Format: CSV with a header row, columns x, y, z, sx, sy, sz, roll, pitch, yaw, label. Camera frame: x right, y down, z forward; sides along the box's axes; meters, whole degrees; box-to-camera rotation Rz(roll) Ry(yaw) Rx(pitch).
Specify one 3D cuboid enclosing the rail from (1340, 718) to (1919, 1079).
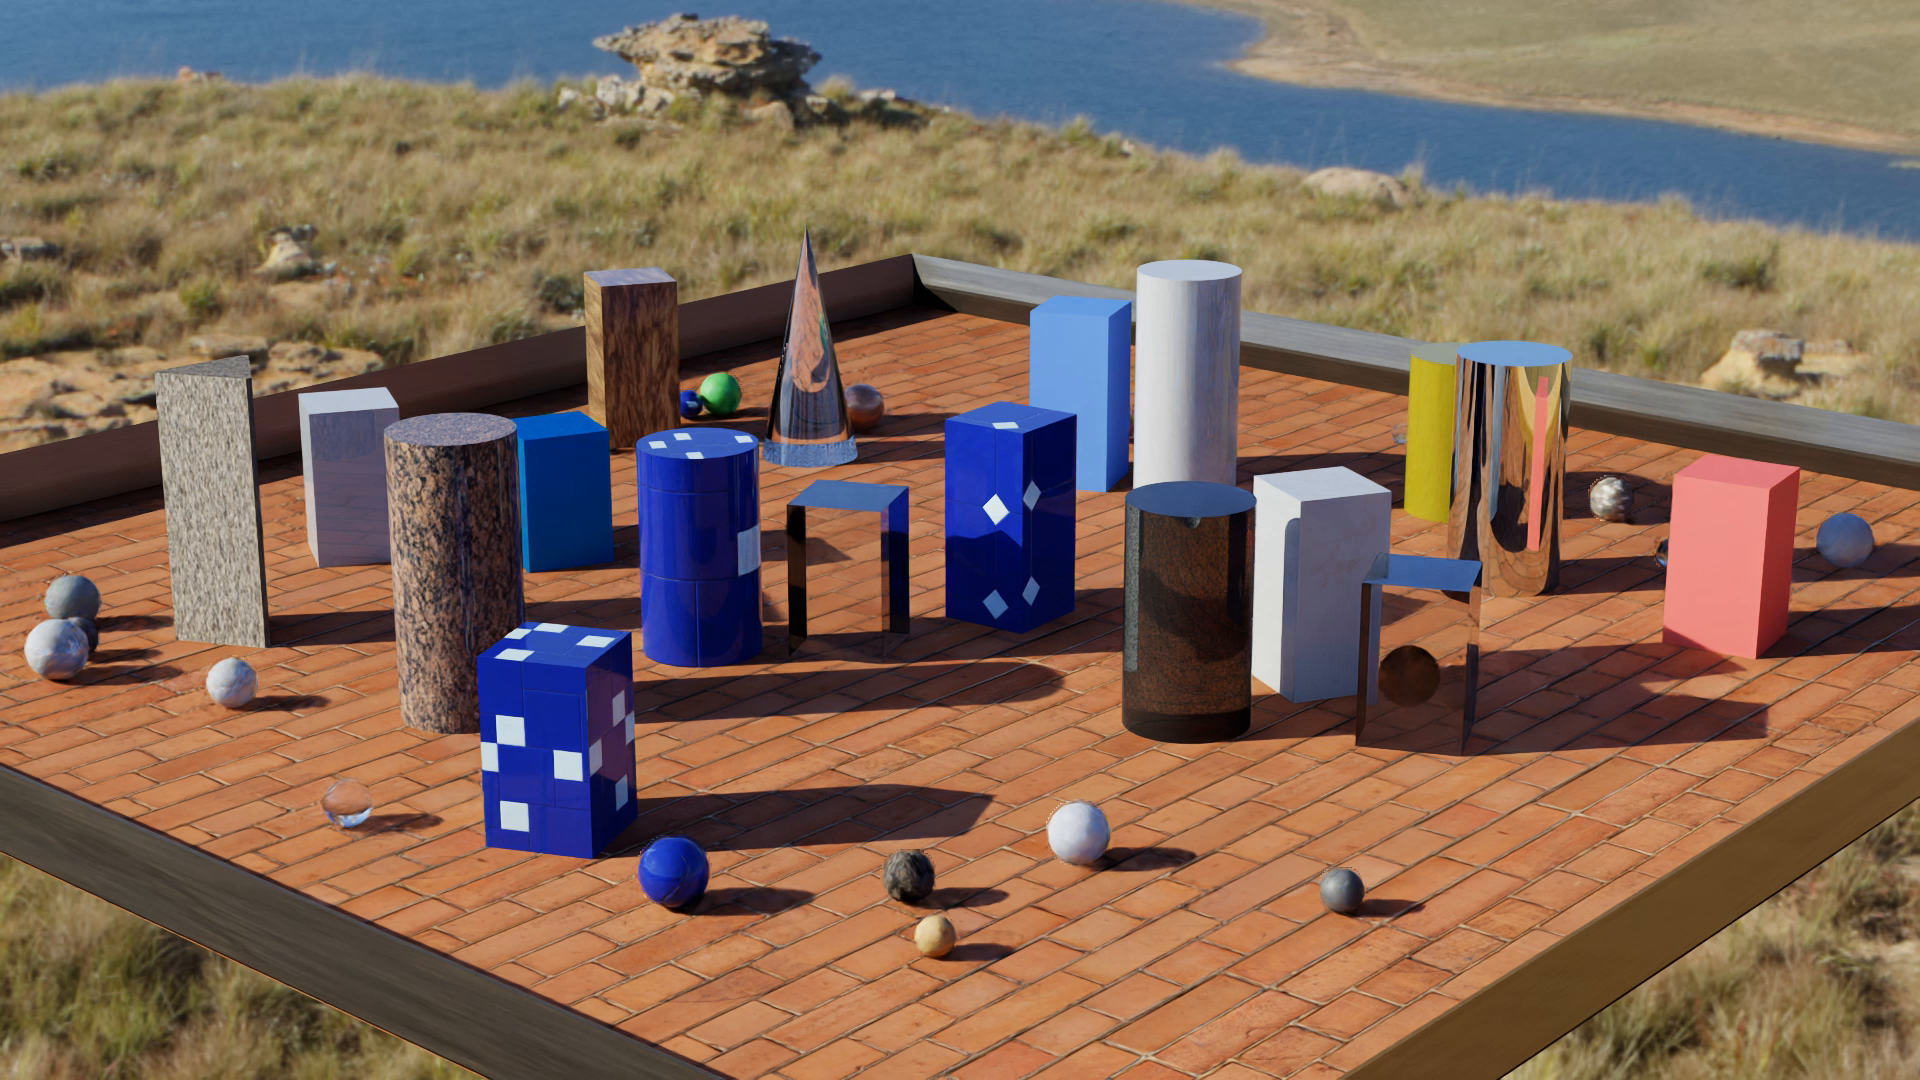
x,y,z,sx,sy,sz,roll,pitch,yaw,label
1.244,0.344,4.086,0.045,0.129,3.480,14,22,39,rail

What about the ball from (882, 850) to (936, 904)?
x,y,z,sx,sy,sz,roll,pitch,yaw,label
-0.067,0.444,3.862,0.070,0.070,0.070,0,17,0,ball

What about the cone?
x,y,z,sx,sy,sz,roll,pitch,yaw,label
-0.309,-0.407,5.967,0.199,0.483,0.199,0,17,0,cone

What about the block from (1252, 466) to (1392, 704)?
x,y,z,sx,sy,sz,roll,pitch,yaw,label
0.569,0.069,4.655,0.159,0.329,0.159,-6,18,-20,block

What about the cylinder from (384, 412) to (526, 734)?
x,y,z,sx,sy,sz,roll,pitch,yaw,label
-0.771,0.050,4.501,0.199,0.455,0.199,0,17,0,cylinder

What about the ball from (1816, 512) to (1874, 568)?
x,y,z,sx,sy,sz,roll,pitch,yaw,label
1.594,0.000,5.282,0.099,0.099,0.099,0,17,0,ball

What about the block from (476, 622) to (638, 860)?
x,y,z,sx,sy,sz,roll,pitch,yaw,label
-0.555,0.275,4.061,0.159,0.277,0.159,5,17,16,block

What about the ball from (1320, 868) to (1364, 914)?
x,y,z,sx,sy,sz,roll,pitch,yaw,label
0.499,0.458,3.832,0.058,0.058,0.058,0,17,0,ball

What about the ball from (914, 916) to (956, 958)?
x,y,z,sx,sy,sz,roll,pitch,yaw,label
-0.031,0.500,3.703,0.053,0.053,0.053,0,17,0,ball

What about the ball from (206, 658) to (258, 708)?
x,y,z,sx,sy,sz,roll,pitch,yaw,label
-1.138,0.223,4.581,0.077,0.077,0.077,0,17,0,ball

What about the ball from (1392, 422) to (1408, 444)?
x,y,z,sx,sy,sz,roll,pitch,yaw,label
0.923,-0.222,6.114,0.045,0.045,0.045,0,17,0,ball

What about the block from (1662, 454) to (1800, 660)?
x,y,z,sx,sy,sz,roll,pitch,yaw,label
1.280,0.025,4.869,0.159,0.289,0.159,11,20,31,block

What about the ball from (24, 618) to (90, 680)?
x,y,z,sx,sy,sz,roll,pitch,yaw,label
-1.448,0.175,4.701,0.099,0.099,0.099,0,17,0,ball

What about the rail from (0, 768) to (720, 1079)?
x,y,z,sx,sy,sz,roll,pitch,yaw,label
-1.125,0.406,3.879,3.342,0.129,0.045,14,22,39,rail

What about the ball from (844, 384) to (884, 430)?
x,y,z,sx,sy,sz,roll,pitch,yaw,label
-0.210,-0.281,6.217,0.100,0.100,0.100,0,17,0,ball

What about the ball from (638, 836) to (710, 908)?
x,y,z,sx,sy,sz,roll,pitch,yaw,label
-0.375,0.436,3.845,0.094,0.094,0.094,0,17,0,ball

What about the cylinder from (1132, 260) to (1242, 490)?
x,y,z,sx,sy,sz,roll,pitch,yaw,label
0.435,-0.291,5.620,0.199,0.461,0.199,0,17,0,cylinder

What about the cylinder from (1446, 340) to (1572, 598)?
x,y,z,sx,sy,sz,roll,pitch,yaw,label
0.964,-0.126,5.157,0.199,0.414,0.199,0,17,0,cylinder

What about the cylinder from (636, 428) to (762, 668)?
x,y,z,sx,sy,sz,roll,pitch,yaw,label
-0.426,0.011,4.810,0.199,0.352,0.199,0,17,0,cylinder

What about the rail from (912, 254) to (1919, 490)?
x,y,z,sx,sy,sz,roll,pitch,yaw,label
1.125,-0.341,6.361,3.342,0.129,0.045,14,22,39,rail

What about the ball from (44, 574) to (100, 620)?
x,y,z,sx,sy,sz,roll,pitch,yaw,label
-1.500,0.103,4.957,0.090,0.090,0.090,0,17,0,ball

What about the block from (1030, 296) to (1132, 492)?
x,y,z,sx,sy,sz,roll,pitch,yaw,label
0.238,-0.291,5.812,0.159,0.352,0.159,6,18,19,block

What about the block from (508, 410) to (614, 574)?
x,y,z,sx,sy,sz,roll,pitch,yaw,label
-0.736,-0.089,5.324,0.159,0.246,0.159,-8,19,-25,block

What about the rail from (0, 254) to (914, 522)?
x,y,z,sx,sy,sz,roll,pitch,yaw,label
-1.244,-0.279,6.154,0.045,0.129,3.480,14,22,39,rail

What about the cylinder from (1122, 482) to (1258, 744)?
x,y,z,sx,sy,sz,roll,pitch,yaw,label
0.349,0.109,4.474,0.199,0.357,0.199,0,17,0,cylinder

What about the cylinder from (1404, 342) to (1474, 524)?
x,y,z,sx,sy,sz,roll,pitch,yaw,label
0.955,-0.206,5.606,0.199,0.307,0.199,0,17,0,cylinder

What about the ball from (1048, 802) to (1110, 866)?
x,y,z,sx,sy,sz,roll,pitch,yaw,label
0.161,0.399,3.983,0.085,0.085,0.085,0,17,0,ball

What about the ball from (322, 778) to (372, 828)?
x,y,z,sx,sy,sz,roll,pitch,yaw,label
-0.859,0.369,4.112,0.068,0.068,0.068,0,17,0,ball

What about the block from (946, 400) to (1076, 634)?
x,y,z,sx,sy,sz,roll,pitch,yaw,label
0.086,-0.041,4.986,0.159,0.348,0.159,12,20,34,block

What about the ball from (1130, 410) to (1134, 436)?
x,y,z,sx,sy,sz,roll,pitch,yaw,label
0.353,-0.246,6.179,0.054,0.054,0.054,0,17,0,ball

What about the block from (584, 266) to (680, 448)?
x,y,z,sx,sy,sz,roll,pitch,yaw,label
-0.685,-0.383,6.131,0.159,0.343,0.159,-6,18,-19,block

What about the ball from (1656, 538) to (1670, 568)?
x,y,z,sx,sy,sz,roll,pitch,yaw,label
1.282,0.024,5.278,0.056,0.056,0.056,0,17,0,ball

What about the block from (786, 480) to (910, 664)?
x,y,z,sx,sy,sz,roll,pitch,yaw,label
-0.183,0.051,4.838,0.159,0.259,0.159,5,17,15,block

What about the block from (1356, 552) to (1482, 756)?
x,y,z,sx,sy,sz,roll,pitch,yaw,label
0.695,0.172,4.437,0.159,0.259,0.159,5,17,16,block

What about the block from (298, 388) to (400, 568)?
x,y,z,sx,sy,sz,roll,pitch,yaw,label
-1.106,-0.115,5.343,0.159,0.286,0.159,-6,18,-18,block

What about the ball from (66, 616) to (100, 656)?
x,y,z,sx,sy,sz,roll,pitch,yaw,label
-1.447,0.160,4.805,0.069,0.069,0.069,0,17,0,ball

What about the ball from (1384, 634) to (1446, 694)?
x,y,z,sx,sy,sz,roll,pitch,yaw,label
0.718,0.195,4.628,0.096,0.096,0.096,0,17,0,ball

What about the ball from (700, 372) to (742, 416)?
x,y,z,sx,sy,sz,roll,pitch,yaw,label
-0.518,-0.316,6.346,0.091,0.091,0.091,0,17,0,ball

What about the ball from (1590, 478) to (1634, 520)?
x,y,z,sx,sy,sz,roll,pitch,yaw,label
1.238,-0.077,5.569,0.082,0.082,0.082,0,17,0,ball

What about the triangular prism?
x,y,z,sx,sy,sz,roll,pitch,yaw,label
-1.210,-0.068,4.887,0.172,0.458,0.149,5,17,15,triangular prism

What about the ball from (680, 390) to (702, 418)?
x,y,z,sx,sy,sz,roll,pitch,yaw,label
-0.585,-0.292,6.317,0.062,0.062,0.062,0,17,0,ball
